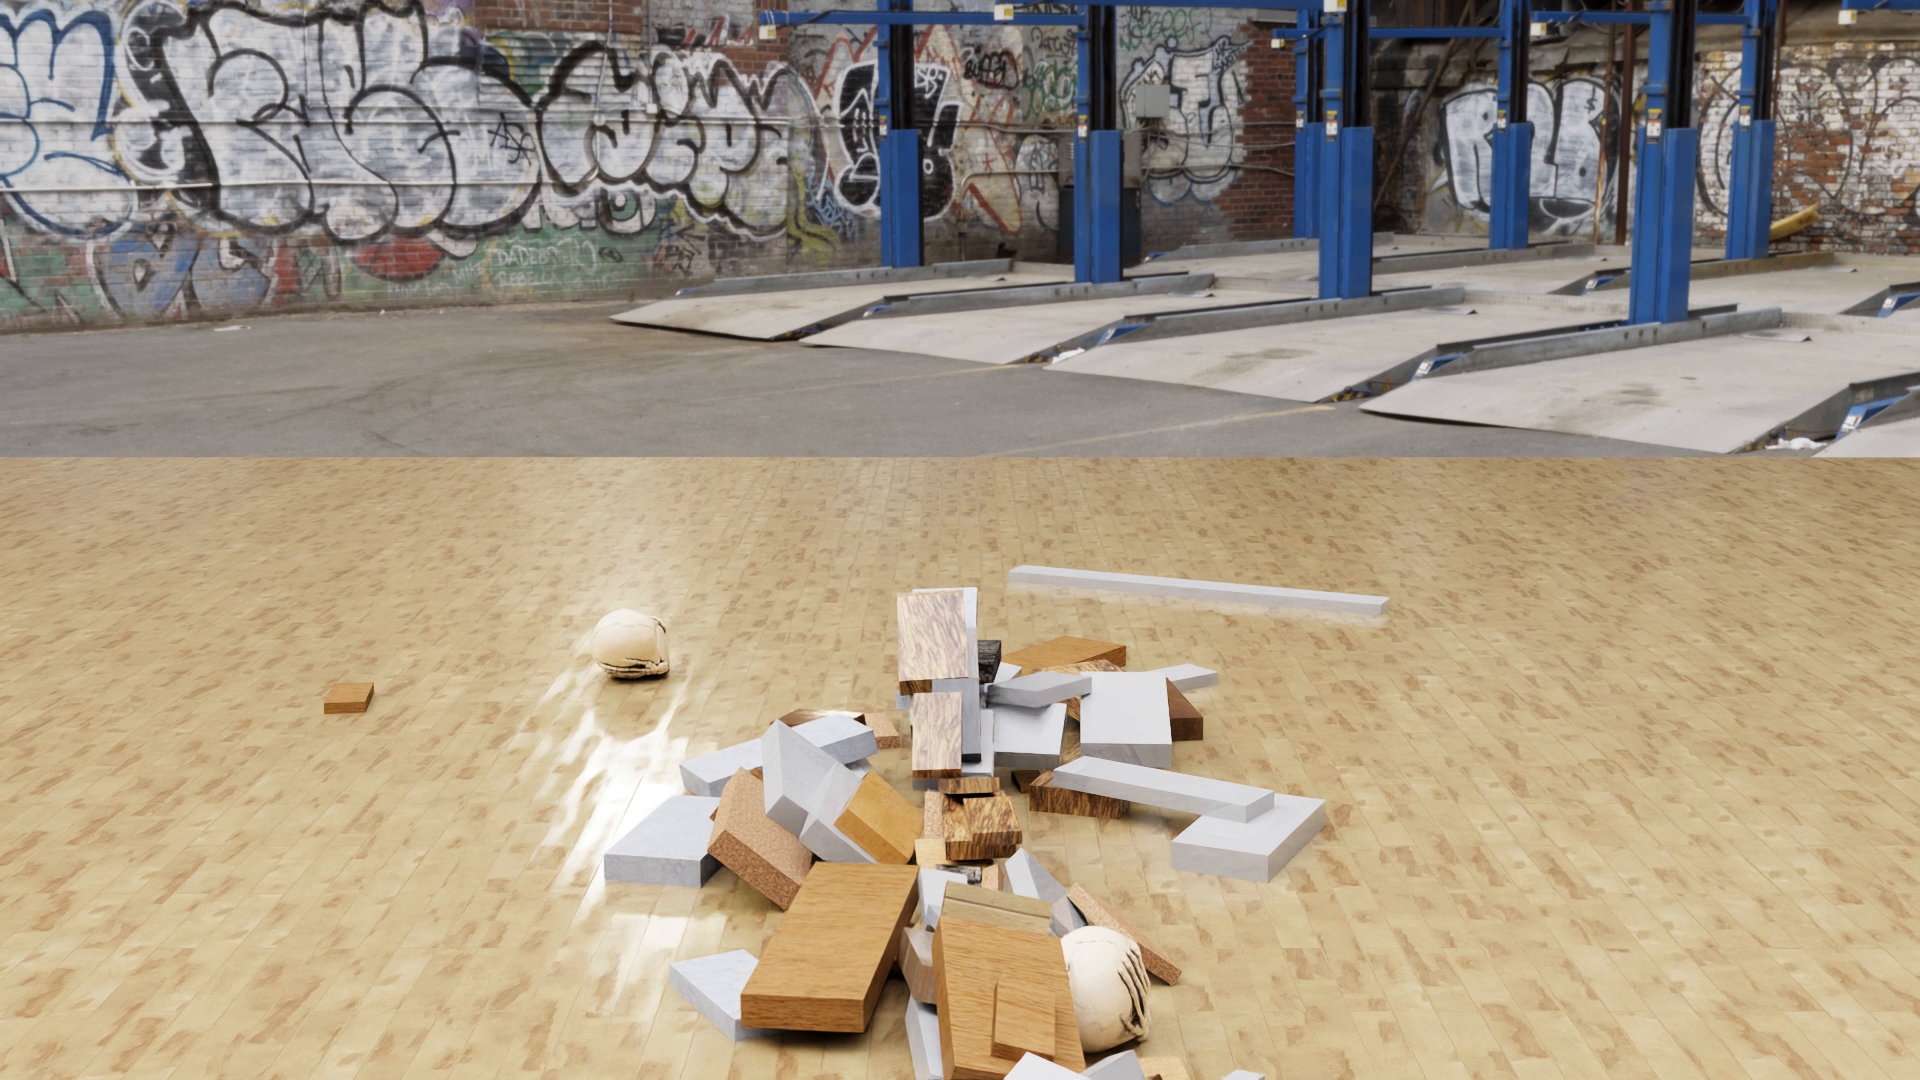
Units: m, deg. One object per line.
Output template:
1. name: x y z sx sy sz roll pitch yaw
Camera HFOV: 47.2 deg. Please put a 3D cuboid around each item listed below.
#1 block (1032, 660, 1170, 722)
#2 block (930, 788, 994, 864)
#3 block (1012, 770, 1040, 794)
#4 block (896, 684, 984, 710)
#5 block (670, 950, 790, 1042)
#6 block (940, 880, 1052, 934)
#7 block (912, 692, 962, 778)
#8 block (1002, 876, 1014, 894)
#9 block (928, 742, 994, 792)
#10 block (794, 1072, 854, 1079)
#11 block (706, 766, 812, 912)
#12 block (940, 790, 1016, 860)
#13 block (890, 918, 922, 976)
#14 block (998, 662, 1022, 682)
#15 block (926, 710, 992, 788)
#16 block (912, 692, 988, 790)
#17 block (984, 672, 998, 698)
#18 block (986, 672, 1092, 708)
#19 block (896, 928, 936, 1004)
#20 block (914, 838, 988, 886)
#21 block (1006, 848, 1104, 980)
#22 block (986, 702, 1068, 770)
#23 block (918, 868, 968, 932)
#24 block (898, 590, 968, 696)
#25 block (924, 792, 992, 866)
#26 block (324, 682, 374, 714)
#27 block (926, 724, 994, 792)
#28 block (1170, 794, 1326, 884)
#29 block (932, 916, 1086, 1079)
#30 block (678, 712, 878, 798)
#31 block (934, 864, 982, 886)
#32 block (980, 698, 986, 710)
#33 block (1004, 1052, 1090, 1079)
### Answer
1. block: 0.296 0.327 4.690 0.174 0.049 0.348 -7 12 -18
2. block: 0.002 0.503 3.854 0.118 0.033 0.236 0 28 1
3. block: 0.135 0.470 4.277 0.053 0.015 0.105 -2 11 -8
4. block: -0.037 0.295 4.256 0.122 0.035 0.244 -1 3 11
5. block: -0.321 0.660 3.198 0.121 0.034 0.241 -6 12 -29
6. block: 0.049 0.531 3.082 0.151 0.076 0.021 13 -21 -6
7. block: -0.040 0.348 3.937 0.086 0.024 0.172 -2 48 2
8. block: 0.100 0.586 3.472 0.023 0.081 0.161 -34 8 7
9. block: 0.001 0.460 3.995 0.118 0.033 0.236 0 37 2
10. block: -0.162 0.732 2.845 0.076 0.021 0.151 -3 11 -16
11. block: -0.332 0.503 3.728 0.170 0.048 0.339 38 8 -8
12. block: 0.028 0.478 3.700 0.115 0.033 0.229 -2 14 -3
13. block: -0.047 0.621 3.352 0.076 0.021 0.151 14 22 18
14. block: 0.049 0.314 4.757 0.103 0.029 0.205 13 23 20
15. block: 0.000 0.381 4.024 0.118 0.033 0.236 0 24 1
16. block: -0.019 0.397 4.371 0.149 0.042 0.298 0 27 0
17. block: -0.001 0.347 4.557 0.149 0.042 0.298 0 33 2
18. block: 0.160 0.296 4.367 0.112 0.032 0.225 4 6 31
19. block: 0.010 0.613 3.113 0.170 0.048 0.339 12 -3 -5
20. block: -0.010 0.560 3.590 0.115 0.033 0.230 -2 24 -4
21. block: 0.143 0.576 3.409 0.038 0.134 0.268 -45 11 4
22. block: 0.060 0.375 4.273 0.283 0.040 0.142 2 39 8
23. block: -0.023 0.567 3.416 0.076 0.021 0.151 12 25 -11
24. block: -0.052 0.191 4.155 0.128 0.036 0.256 -4 38 0
25. block: -0.004 0.511 3.769 0.115 0.033 0.230 0 28 0
26. block: -1.357 0.351 4.888 0.088 0.025 0.176 -2 11 -9
27. block: 0.002 0.439 4.080 0.122 0.035 0.244 0 39 1
28. block: 0.516 0.521 3.906 0.174 0.049 0.347 5 12 25
29. block: 0.059 0.609 2.832 0.170 0.048 0.339 12 21 -9
30. block: -0.351 0.422 4.254 0.344 0.049 0.172 -16 14 -23
31. block: -0.012 0.578 3.477 0.076 0.021 0.151 4 39 6
32. block: -0.004 0.404 4.183 0.122 0.035 0.244 -5 39 0
33. block: 0.063 0.677 2.400 0.134 0.038 0.267 17 35 27
